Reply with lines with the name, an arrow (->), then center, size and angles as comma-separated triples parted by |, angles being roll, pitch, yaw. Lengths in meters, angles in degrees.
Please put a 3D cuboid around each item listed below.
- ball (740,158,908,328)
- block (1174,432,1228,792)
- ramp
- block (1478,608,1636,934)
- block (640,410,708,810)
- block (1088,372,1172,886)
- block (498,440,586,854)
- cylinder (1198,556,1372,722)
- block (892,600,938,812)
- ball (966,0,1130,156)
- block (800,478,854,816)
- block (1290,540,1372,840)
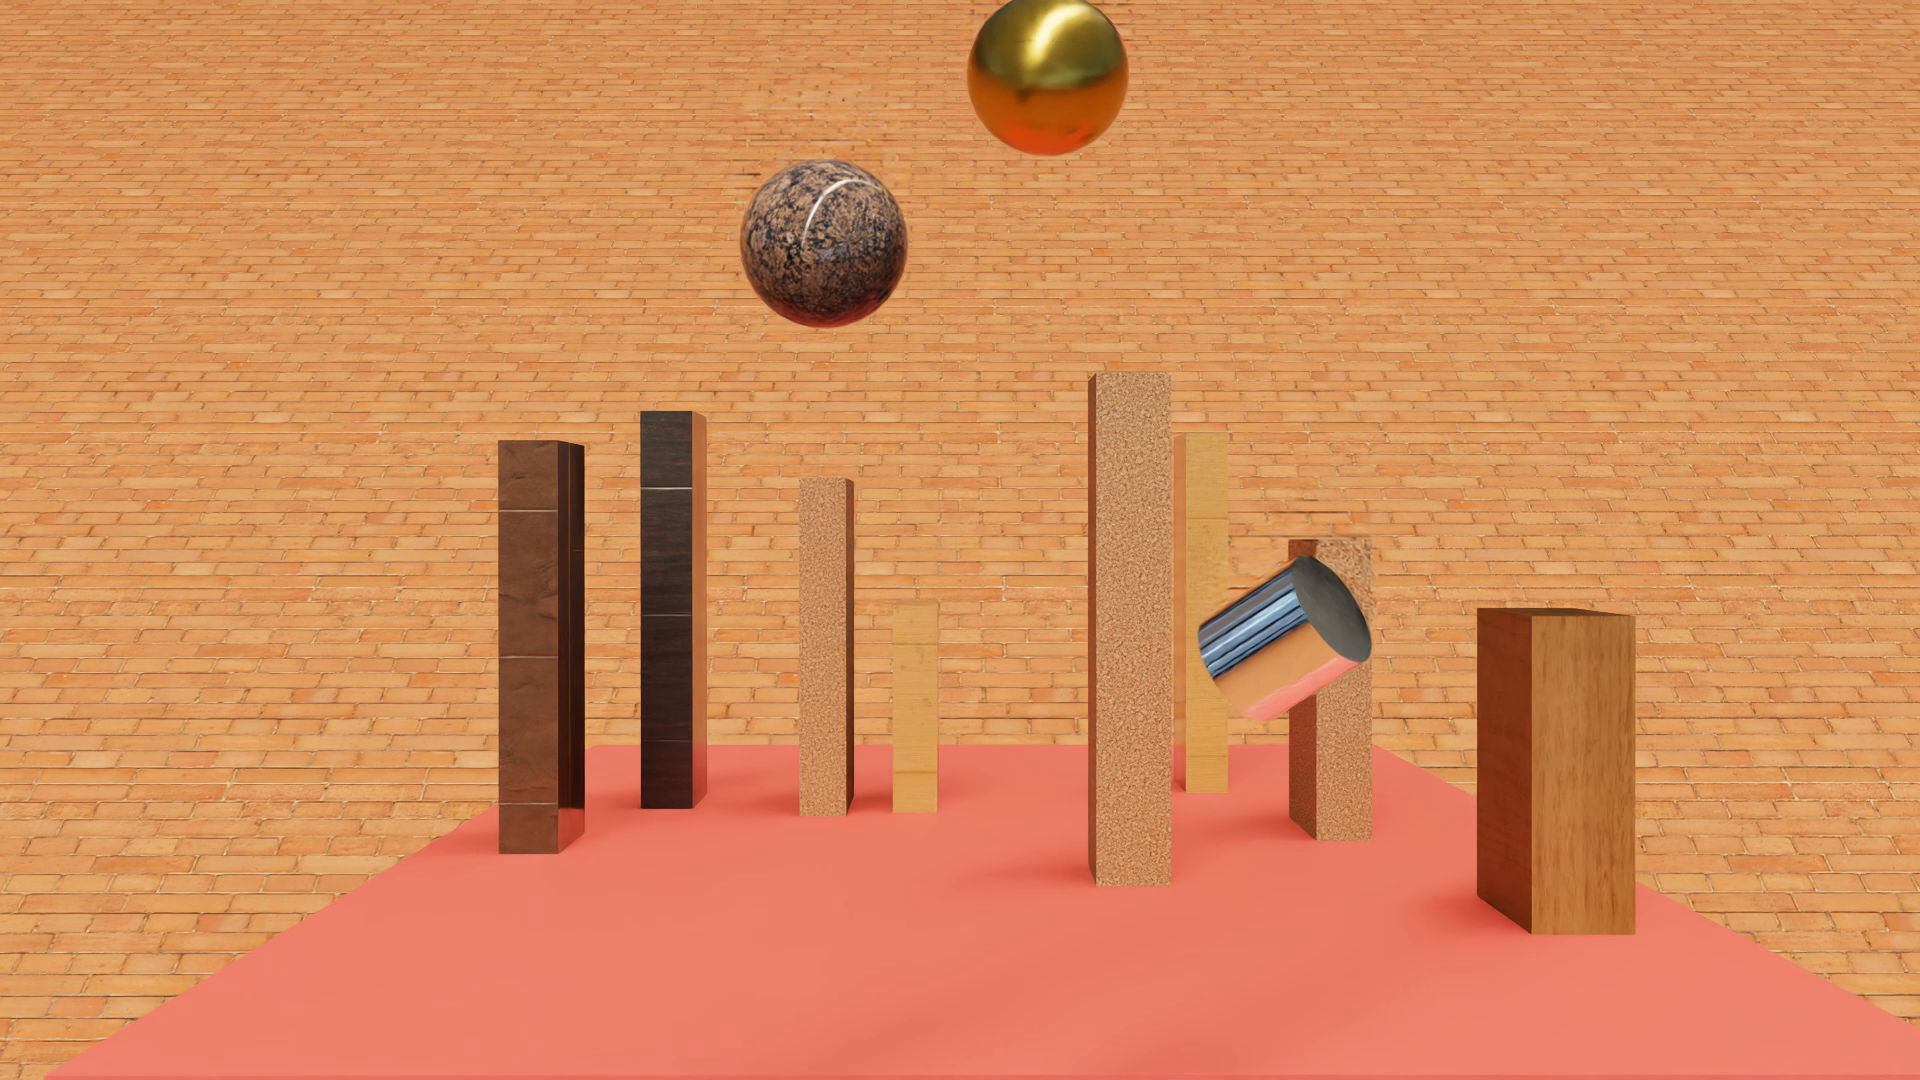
ball -> -0.122, -0.266, 2.318 | 0.152, 0.152, 0.152 | 0, 29, 0
block -> 0.518, 0.152, 5.584 | 0.088, 0.756, 0.308 | 0, 0, 0
ramp -> 0.065, 0.585, 4.634 | 2.000, 0.100, 4.000 | 0, 0, 0
block -> 0.853, 0.321, 3.725 | 0.142, 0.436, 0.372 | 0, 0, 0
block -> -0.581, 0.138, 5.268 | 0.103, 0.789, 0.297 | 0, 0, 0
block -> 0.270, 0.138, 4.148 | 0.116, 0.799, 0.255 | 0, 0, 0
block -> -0.737, 0.182, 4.572 | 0.102, 0.707, 0.316 | 0, 0, 0
cylinder -> 0.337, 0.103, 2.685 | 0.127, 0.127, 0.127 | -36, 13, 30
block -> -0.088, 0.329, 5.228 | 0.087, 0.405, 0.340 | 0, 0, 0
ball -> 0.088, -0.466, 2.588 | 0.163, 0.163, 0.163 | 0, 29, 0
block -> -0.265, 0.206, 5.187 | 0.090, 0.653, 0.395 | 0, 0, 0
block -> 0.683, 0.267, 4.784 | 0.099, 0.535, 0.379 | 0, 0, 0
